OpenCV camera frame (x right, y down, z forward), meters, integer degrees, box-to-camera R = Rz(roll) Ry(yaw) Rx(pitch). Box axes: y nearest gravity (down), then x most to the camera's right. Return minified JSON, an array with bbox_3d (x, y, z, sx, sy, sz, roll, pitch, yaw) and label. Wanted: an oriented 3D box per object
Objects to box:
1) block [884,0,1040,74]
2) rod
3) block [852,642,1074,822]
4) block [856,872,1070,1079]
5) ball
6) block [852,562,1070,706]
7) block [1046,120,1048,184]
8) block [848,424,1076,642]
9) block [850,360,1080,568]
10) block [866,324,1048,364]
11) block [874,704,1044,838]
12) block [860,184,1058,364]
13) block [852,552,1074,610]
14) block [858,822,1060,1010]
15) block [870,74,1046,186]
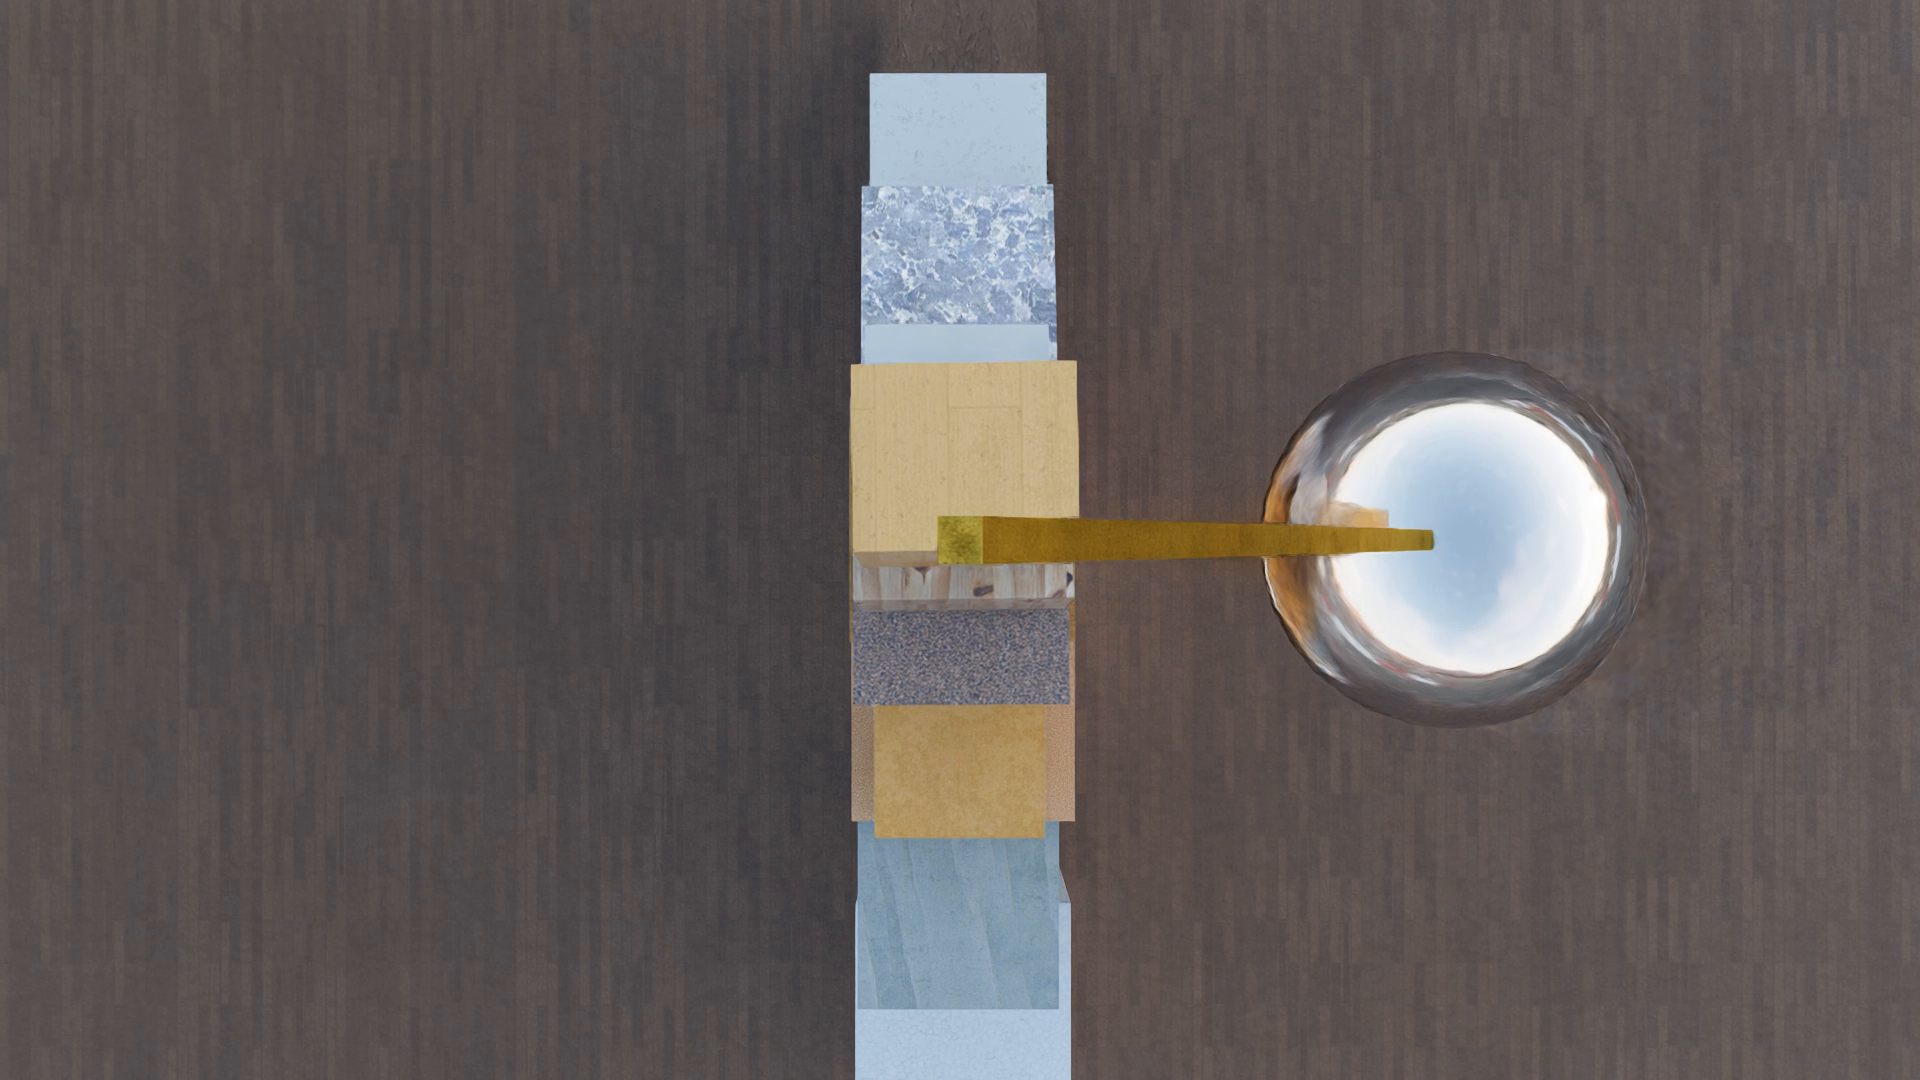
[{"bbox_3d":[0.011,-2.695,12.532,0.854,0.937,0.854,0,90,0],"label":"block"},{"bbox_3d":[0.899,0.000,6.110,0.080,5.200,0.080,0,90,20],"label":"rod"},{"bbox_3d":[0.015,0.906,11.258,1.088,1.075,0.929,0,90,0],"label":"block"},{"bbox_3d":[0.017,2.535,12.396,1.154,1.207,1.174,0,90,0],"label":"block"},{"bbox_3d":[2.074,0.000,9.300,1.600,1.600,1.600,0,90,0],"label":"ball"},{"bbox_3d":[0.005,0.274,9.349,0.881,0.762,0.821,0,88,0],"label":"block"},{"bbox_3d":[0.001,-1.691,12.417,0.949,1.166,1.133,0,90,0],"label":"block"},{"bbox_3d":[0.009,-0.016,10.237,1.002,0.993,0.969,0,88,0],"label":"block"},{"bbox_3d":[0.018,-0.255,7.846,0.770,0.750,0.643,-1,85,0],"label":"block"},{"bbox_3d":[-0.011,-0.506,9.389,0.754,0.732,0.697,0,85,0],"label":"block"},{"bbox_3d":[-0.001,0.931,10.307,0.766,0.828,0.820,0,90,0],"label":"block"},{"bbox_3d":[-0.006,-1.069,10.384,0.876,0.926,0.873,-1,73,0],"label":"block"},{"bbox_3d":[0.009,-0.143,8.597,0.822,0.766,0.789,-1,85,0],"label":"block"},{"bbox_3d":[-0.008,1.850,11.333,0.995,0.921,0.951,0,89,0],"label":"block"},{"bbox_3d":[-0.010,-1.910,11.433,0.884,0.802,0.860,0,90,0],"label":"block"}]
